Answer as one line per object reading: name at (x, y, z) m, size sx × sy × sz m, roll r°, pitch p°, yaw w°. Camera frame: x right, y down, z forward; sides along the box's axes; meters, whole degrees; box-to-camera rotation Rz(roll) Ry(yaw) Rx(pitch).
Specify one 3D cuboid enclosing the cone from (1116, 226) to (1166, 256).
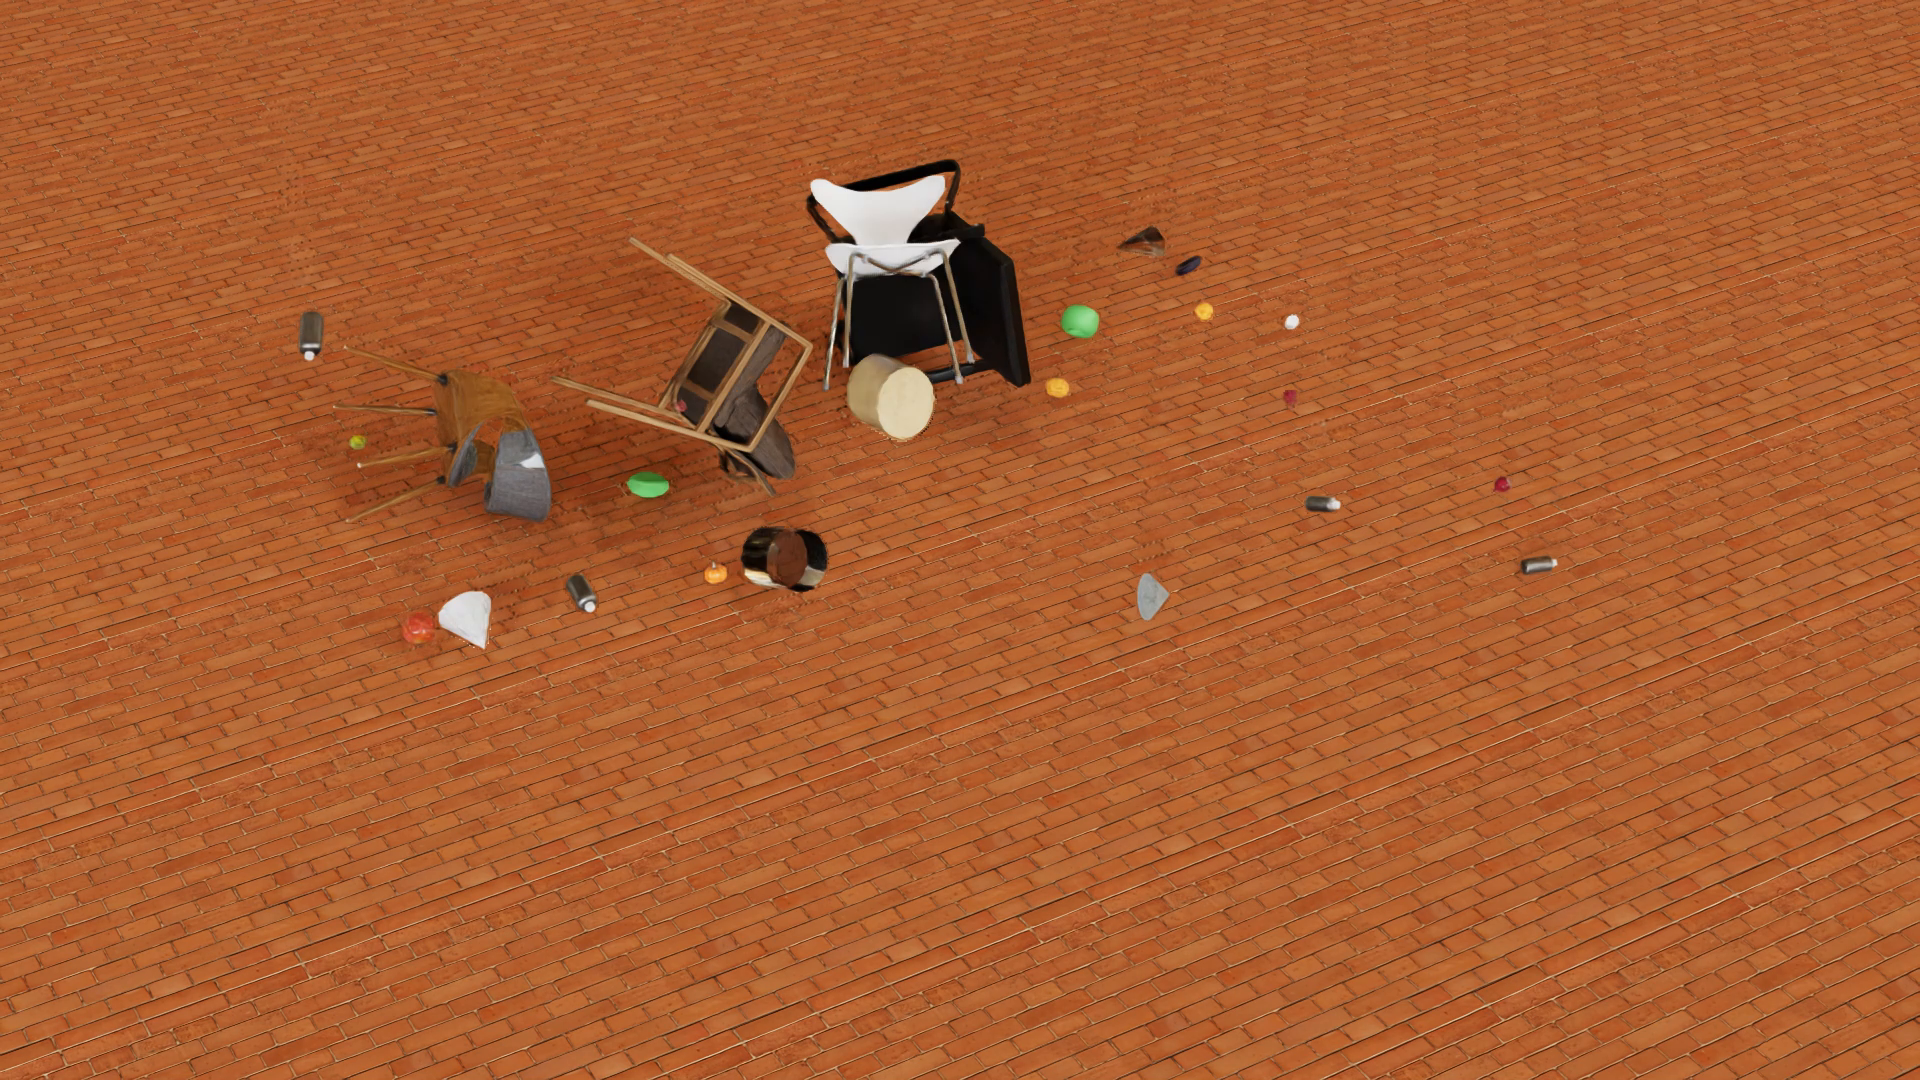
cone at (0.766, -1.292, 12.835) m, size 0.204 × 0.187 × 0.120 m, roll -8°, pitch 67°, yaw 30°

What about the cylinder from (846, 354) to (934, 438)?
cylinder at (-0.255, -0.526, 10.686) m, size 0.221 × 0.262 × 0.290 m, roll 4°, pitch 11°, yaw -26°

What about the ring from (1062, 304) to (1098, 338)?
ring at (0.496, -0.904, 12.114) m, size 0.153 × 0.101 × 0.286 m, roll 17°, pitch -5°, yaw -1°

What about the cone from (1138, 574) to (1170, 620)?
cone at (0.713, 0.199, 10.529) m, size 0.115 × 0.171 × 0.098 m, roll -6°, pitch 10°, yaw -40°

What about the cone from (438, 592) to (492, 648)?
cone at (-1.692, 0.314, 10.227) m, size 0.197 × 0.193 × 0.186 m, roll 5°, pitch 41°, yaw -43°

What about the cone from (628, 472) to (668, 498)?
cone at (-1.202, -0.214, 11.133) m, size 0.162 × 0.098 × 0.118 m, roll 5°, pitch -2°, yaw 11°

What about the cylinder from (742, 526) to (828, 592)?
cylinder at (-0.633, 0.069, 10.588) m, size 0.240 × 0.221 × 0.196 m, roll 4°, pitch 1°, yaw -44°

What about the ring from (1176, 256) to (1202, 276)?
ring at (0.988, -1.187, 12.680) m, size 0.128 × 0.034 × 0.087 m, roll -33°, pitch 21°, yaw -5°
